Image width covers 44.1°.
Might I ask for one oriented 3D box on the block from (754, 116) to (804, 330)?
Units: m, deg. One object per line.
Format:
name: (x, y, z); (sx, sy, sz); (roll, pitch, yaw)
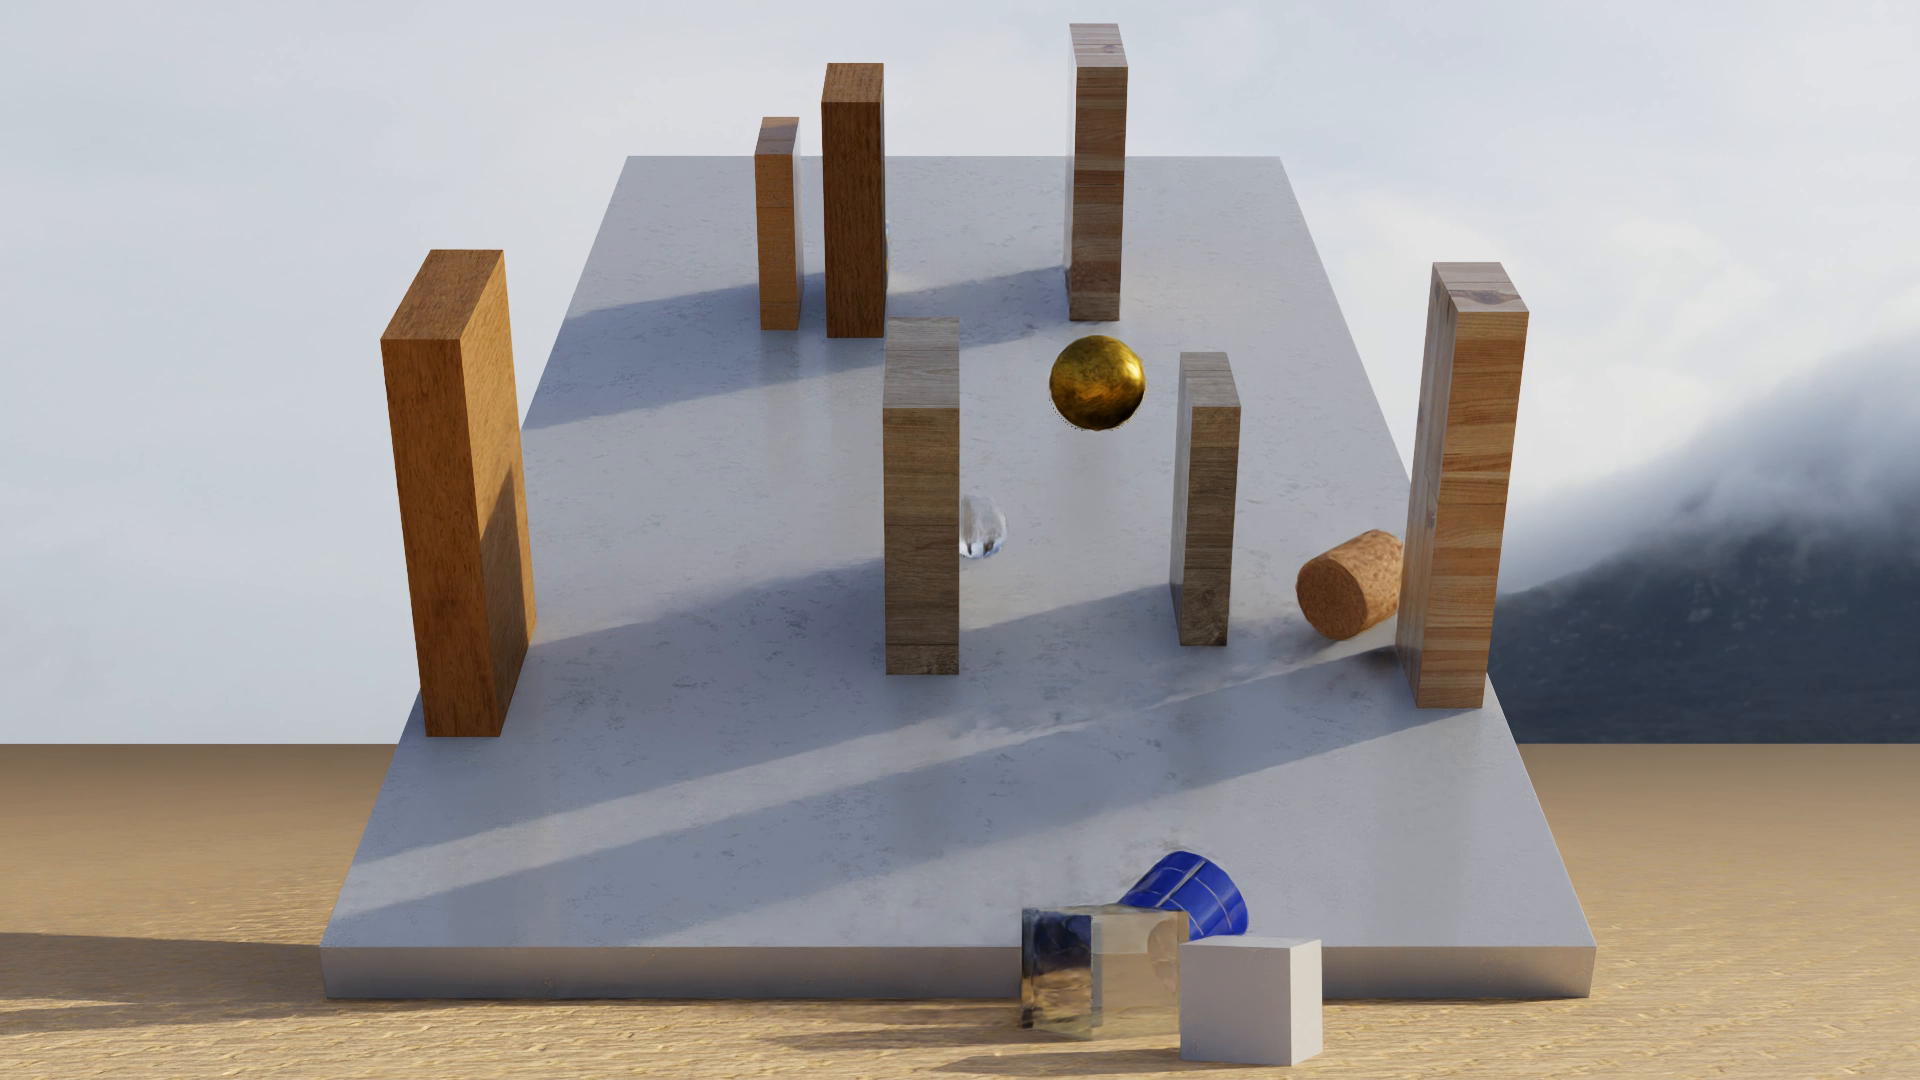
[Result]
block: (-0.457, -0.808, 6.035); (0.094, 0.461, 0.313); (0, 27, 0)

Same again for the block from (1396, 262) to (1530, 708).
block: (0.900, -0.093, 4.288); (0.120, 0.780, 0.240); (0, 27, 0)

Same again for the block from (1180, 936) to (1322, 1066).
block: (0.379, 0.596, 3.078); (0.147, 0.147, 0.147); (-2, -5, 24)

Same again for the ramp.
ramp: (-0.011, -0.226, 5.515); (2.000, 0.100, 4.000); (0, 27, 0)

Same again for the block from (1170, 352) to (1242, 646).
block: (0.469, -0.079, 4.565); (0.089, 0.502, 0.261); (0, 27, 0)

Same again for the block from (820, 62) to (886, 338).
block: (-0.264, -0.856, 5.971); (0.142, 0.607, 0.344); (0, 27, 0)

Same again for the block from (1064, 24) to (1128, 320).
block: (0.345, -0.948, 6.095); (0.125, 0.662, 0.407); (0, 27, 0)

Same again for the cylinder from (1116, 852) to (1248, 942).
cylinder: (0.320, 0.592, 3.604); (0.170, 0.170, 0.170); (-5, 23, 45)

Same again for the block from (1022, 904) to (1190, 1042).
block: (0.205, 0.606, 3.342); (0.169, 0.169, 0.169); (3, -6, -32)

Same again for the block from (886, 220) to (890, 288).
block: (-0.260, -0.760, 6.294); (0.142, 0.142, 0.142); (0, 27, 0)

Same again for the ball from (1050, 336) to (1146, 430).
ball: (0.259, -0.296, 4.468); (0.180, 0.180, 0.180); (0, -5, 0)

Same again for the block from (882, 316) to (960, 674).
block: (-0.071, -0.090, 4.533); (0.137, 0.547, 0.440); (0, 27, 0)

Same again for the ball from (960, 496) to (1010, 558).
ball: (0.036, -0.026, 4.869); (0.129, 0.129, 0.129); (0, -5, 0)

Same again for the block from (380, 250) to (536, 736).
block: (-0.893, -0.086, 4.278); (0.132, 0.769, 0.431); (0, 27, 0)

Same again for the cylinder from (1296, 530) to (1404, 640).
cylinder: (0.773, 0.087, 4.607); (0.169, 0.169, 0.169); (-24, 11, -38)
